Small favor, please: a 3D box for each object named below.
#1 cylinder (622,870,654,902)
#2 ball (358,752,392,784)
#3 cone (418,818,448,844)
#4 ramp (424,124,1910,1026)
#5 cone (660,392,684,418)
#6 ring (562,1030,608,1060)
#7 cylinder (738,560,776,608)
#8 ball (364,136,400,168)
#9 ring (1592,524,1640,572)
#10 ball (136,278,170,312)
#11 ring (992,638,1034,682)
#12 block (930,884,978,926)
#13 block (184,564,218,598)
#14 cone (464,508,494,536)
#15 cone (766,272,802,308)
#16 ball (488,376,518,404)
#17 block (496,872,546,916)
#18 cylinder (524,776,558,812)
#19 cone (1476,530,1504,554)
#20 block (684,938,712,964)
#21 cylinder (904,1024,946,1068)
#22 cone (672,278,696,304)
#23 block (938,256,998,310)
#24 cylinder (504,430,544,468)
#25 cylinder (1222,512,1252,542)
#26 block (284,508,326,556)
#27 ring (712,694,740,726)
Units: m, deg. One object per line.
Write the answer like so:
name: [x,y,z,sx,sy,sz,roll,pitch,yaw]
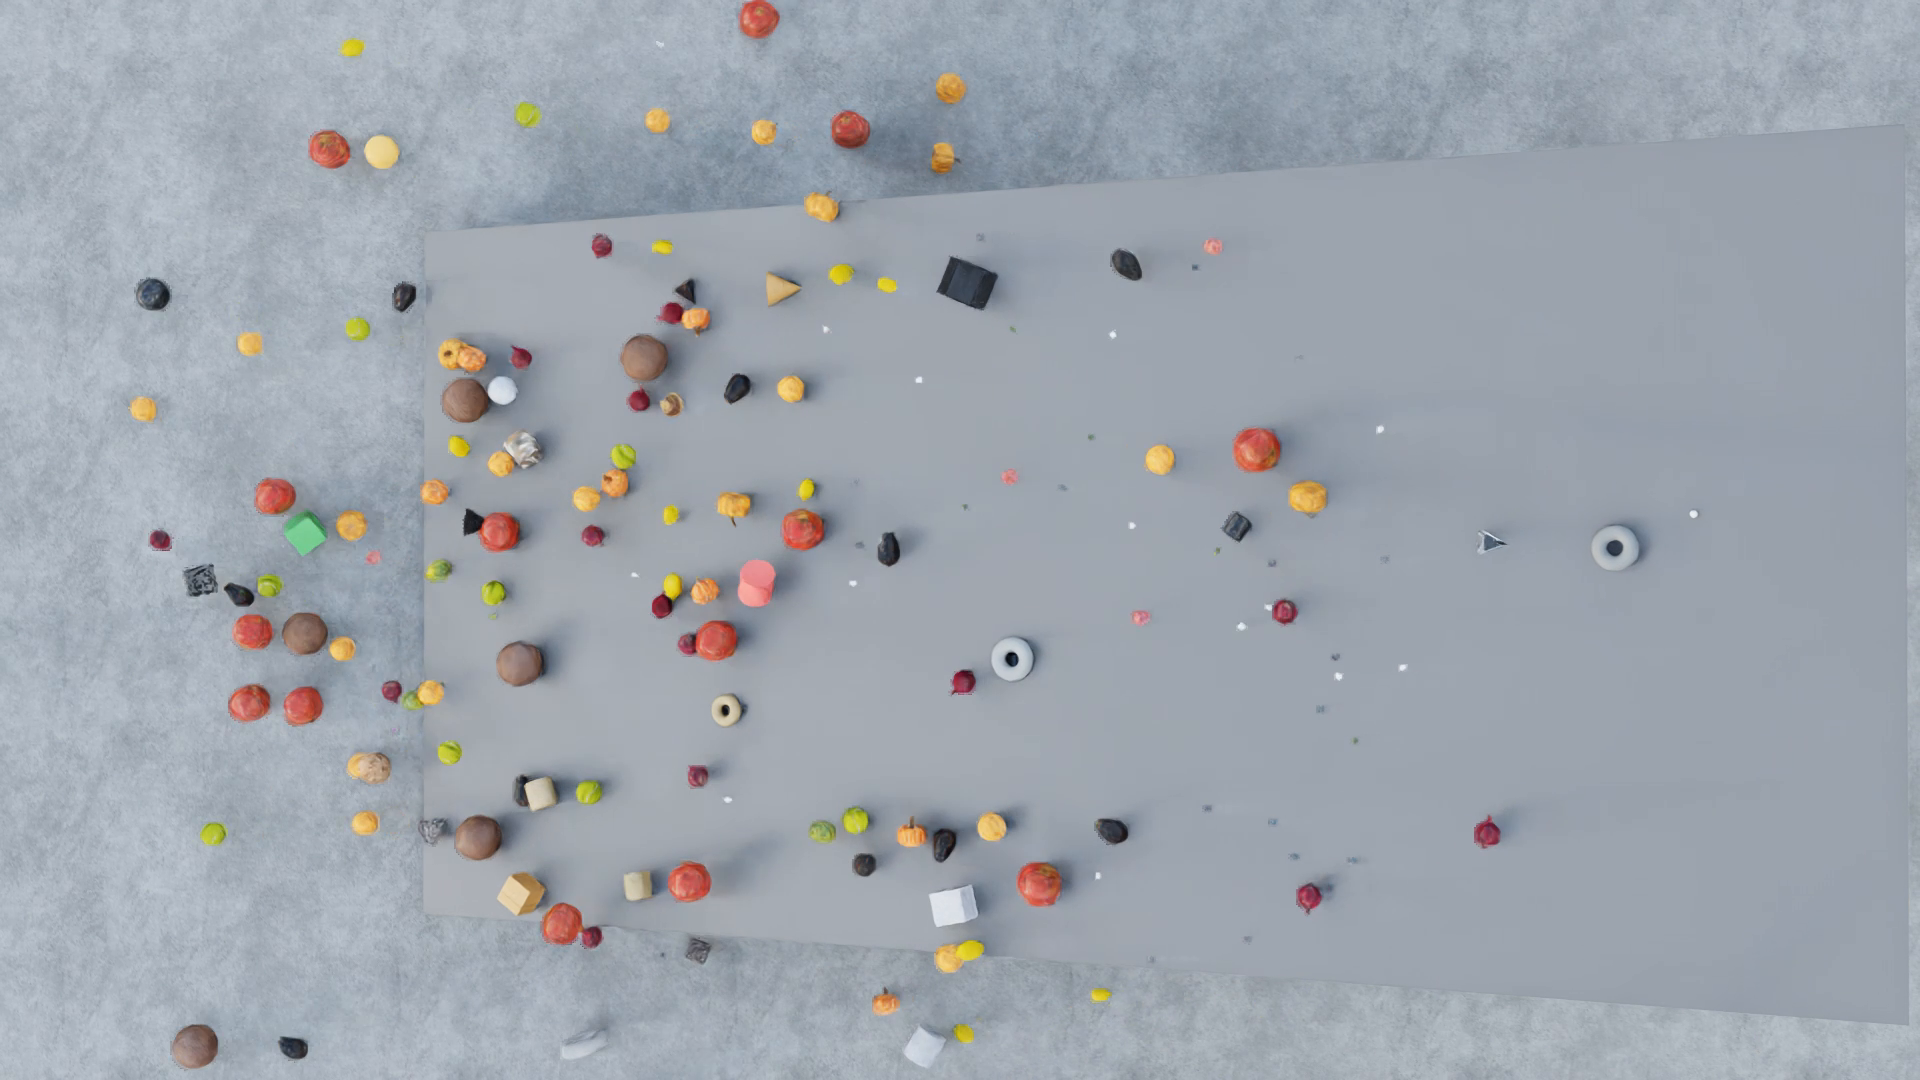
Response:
cylinder: [-0.896,0.962,6.115,0.074,0.074,0.074,-9,84,0]
ball: [-1.718,0.670,6.454,0.094,0.094,0.094,0,89,0]
cone: [-1.520,0.830,6.390,0.079,0.079,0.079,-32,89,12]
ramp: [0.283,0.084,5.714,4.000,0.100,2.000,0,89,23]
cone: [-0.815,-0.378,6.100,0.070,0.070,0.070,0,89,23]
ring: [-1.102,1.483,6.463,0.144,0.144,0.048,-20,92,0]
cylinder: [-0.550,0.118,5.945,0.093,0.093,0.093,6,52,-7]
ball: [-1.713,-1.150,6.517,0.098,0.098,0.098,0,89,0]
ring: [1.522,0.018,5.107,0.109,0.036,0.109,0,90,25]
ball: [-2.391,-0.725,6.513,0.096,0.096,0.096,0,89,0]
ring: [0.136,0.309,5.700,0.116,0.039,0.116,0,91,23]
block: [-0.016,0.952,5.731,0.086,0.086,0.086,-14,84,23]
block: [-2.231,0.119,6.464,0.082,0.082,0.082,-12,96,-19]
cone: [-1.387,-0.048,6.361,0.082,0.082,0.082,6,89,-3]
cone: [-0.475,-0.682,5.971,0.098,0.098,0.098,-3,89,-3]
ball: [-1.313,-0.429,6.309,0.082,0.082,0.082,0,89,0]
block: [-1.249,1.007,6.264,0.082,0.082,0.082,35,103,20]
cylinder: [-1.187,0.720,6.234,0.080,0.080,0.080,-18,83,0]
cone: [1.266,0.007,5.222,0.060,0.060,0.060,5,89,-3]
block: [-0.772,1.211,6.481,0.058,0.058,0.058,20,82,6]
cylinder: [-0.104,1.493,6.487,0.093,0.093,0.093,30,90,0]
cone: [-0.752,-0.682,6.099,0.066,0.066,0.066,-33,105,0]
block: [0.020,-0.668,5.728,0.099,0.099,0.099,26,99,21]
cylinder: [-1.244,-0.260,6.278,0.080,0.080,0.080,-41,74,0]
cylinder: [0.688,-0.032,5.457,0.053,0.053,0.053,33,102,0]
block: [-1.934,-0.024,6.490,0.087,0.087,0.087,-36,116,-4]
ring: [-0.642,0.467,6.037,0.090,0.030,0.090,0,89,25]
